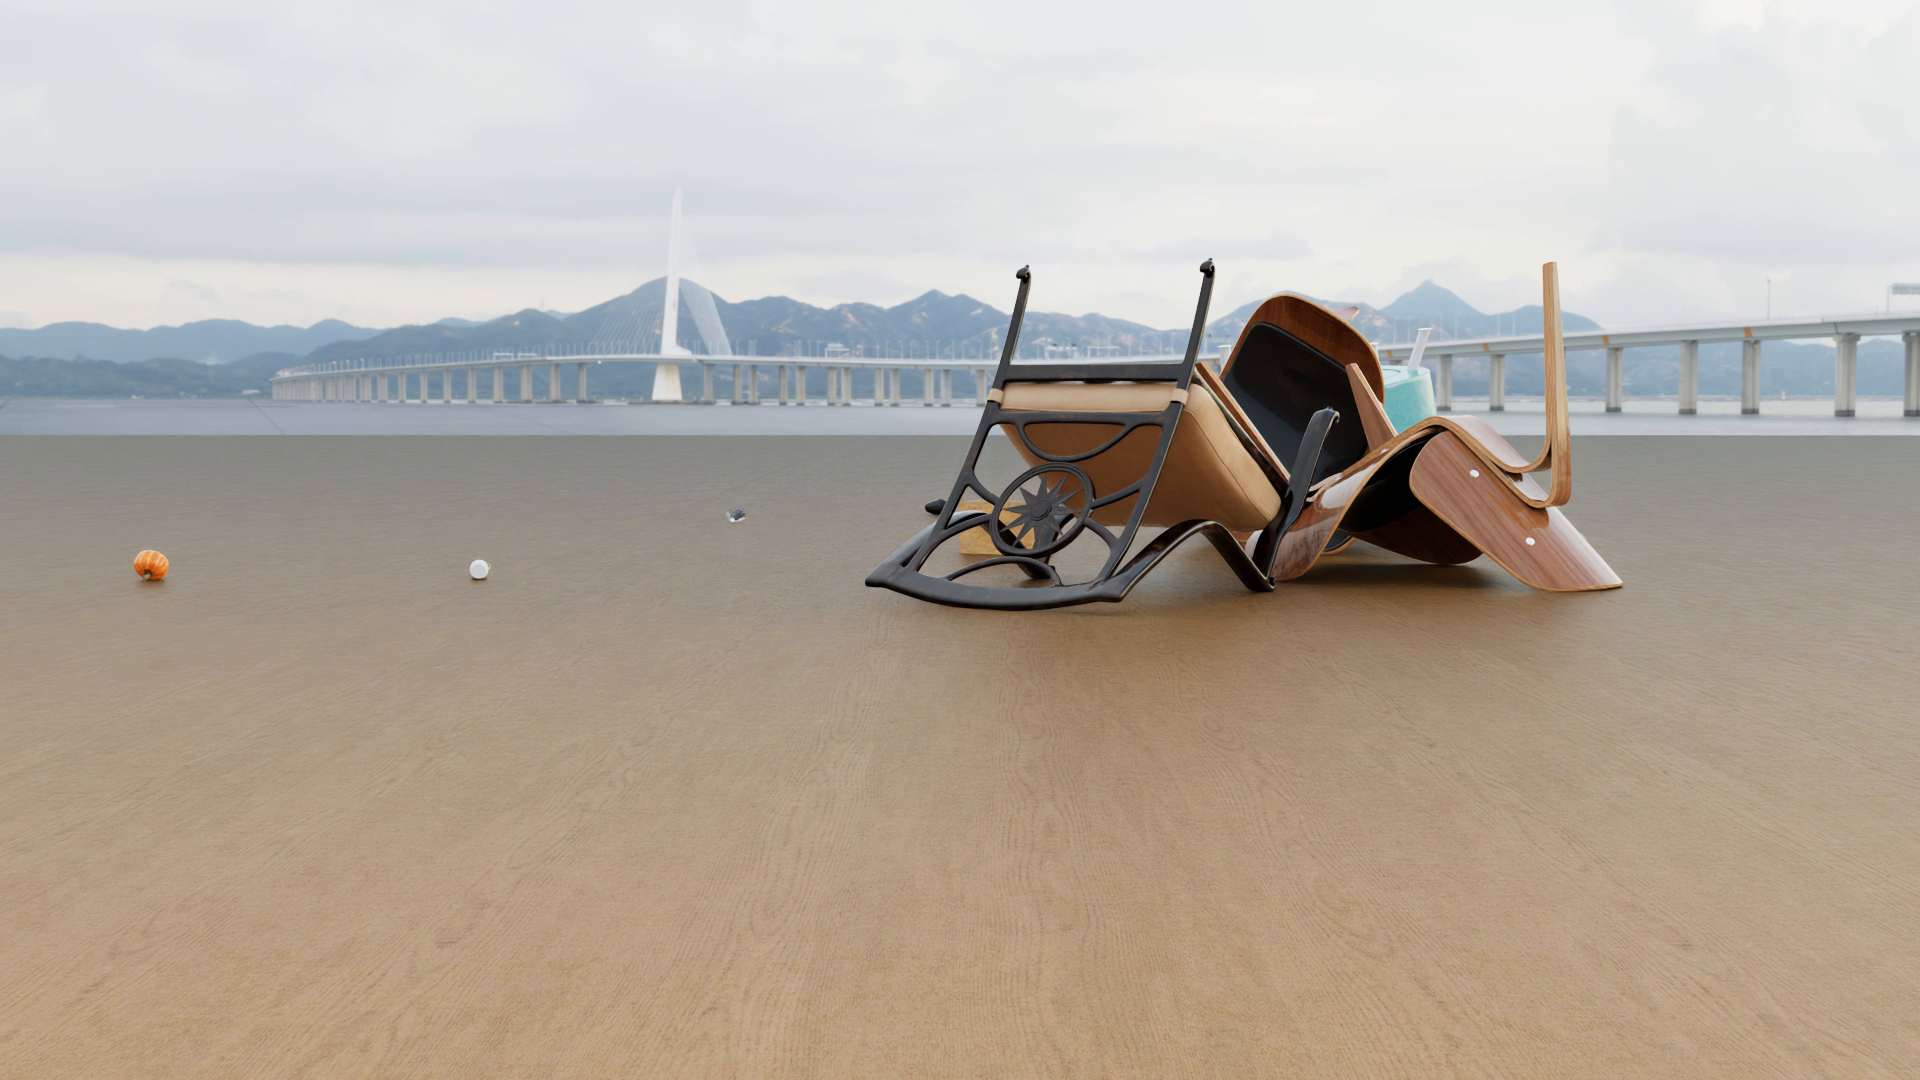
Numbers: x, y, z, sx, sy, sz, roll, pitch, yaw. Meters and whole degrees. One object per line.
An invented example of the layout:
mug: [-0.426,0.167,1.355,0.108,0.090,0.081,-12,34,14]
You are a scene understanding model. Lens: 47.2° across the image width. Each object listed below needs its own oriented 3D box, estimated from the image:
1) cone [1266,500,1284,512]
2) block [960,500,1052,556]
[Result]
cone: [1.148,-0.112,8.021,0.062,0.047,0.063,6,-16,6]
block: [0.126,-0.035,6.032,0.216,0.141,0.138,2,4,26]
